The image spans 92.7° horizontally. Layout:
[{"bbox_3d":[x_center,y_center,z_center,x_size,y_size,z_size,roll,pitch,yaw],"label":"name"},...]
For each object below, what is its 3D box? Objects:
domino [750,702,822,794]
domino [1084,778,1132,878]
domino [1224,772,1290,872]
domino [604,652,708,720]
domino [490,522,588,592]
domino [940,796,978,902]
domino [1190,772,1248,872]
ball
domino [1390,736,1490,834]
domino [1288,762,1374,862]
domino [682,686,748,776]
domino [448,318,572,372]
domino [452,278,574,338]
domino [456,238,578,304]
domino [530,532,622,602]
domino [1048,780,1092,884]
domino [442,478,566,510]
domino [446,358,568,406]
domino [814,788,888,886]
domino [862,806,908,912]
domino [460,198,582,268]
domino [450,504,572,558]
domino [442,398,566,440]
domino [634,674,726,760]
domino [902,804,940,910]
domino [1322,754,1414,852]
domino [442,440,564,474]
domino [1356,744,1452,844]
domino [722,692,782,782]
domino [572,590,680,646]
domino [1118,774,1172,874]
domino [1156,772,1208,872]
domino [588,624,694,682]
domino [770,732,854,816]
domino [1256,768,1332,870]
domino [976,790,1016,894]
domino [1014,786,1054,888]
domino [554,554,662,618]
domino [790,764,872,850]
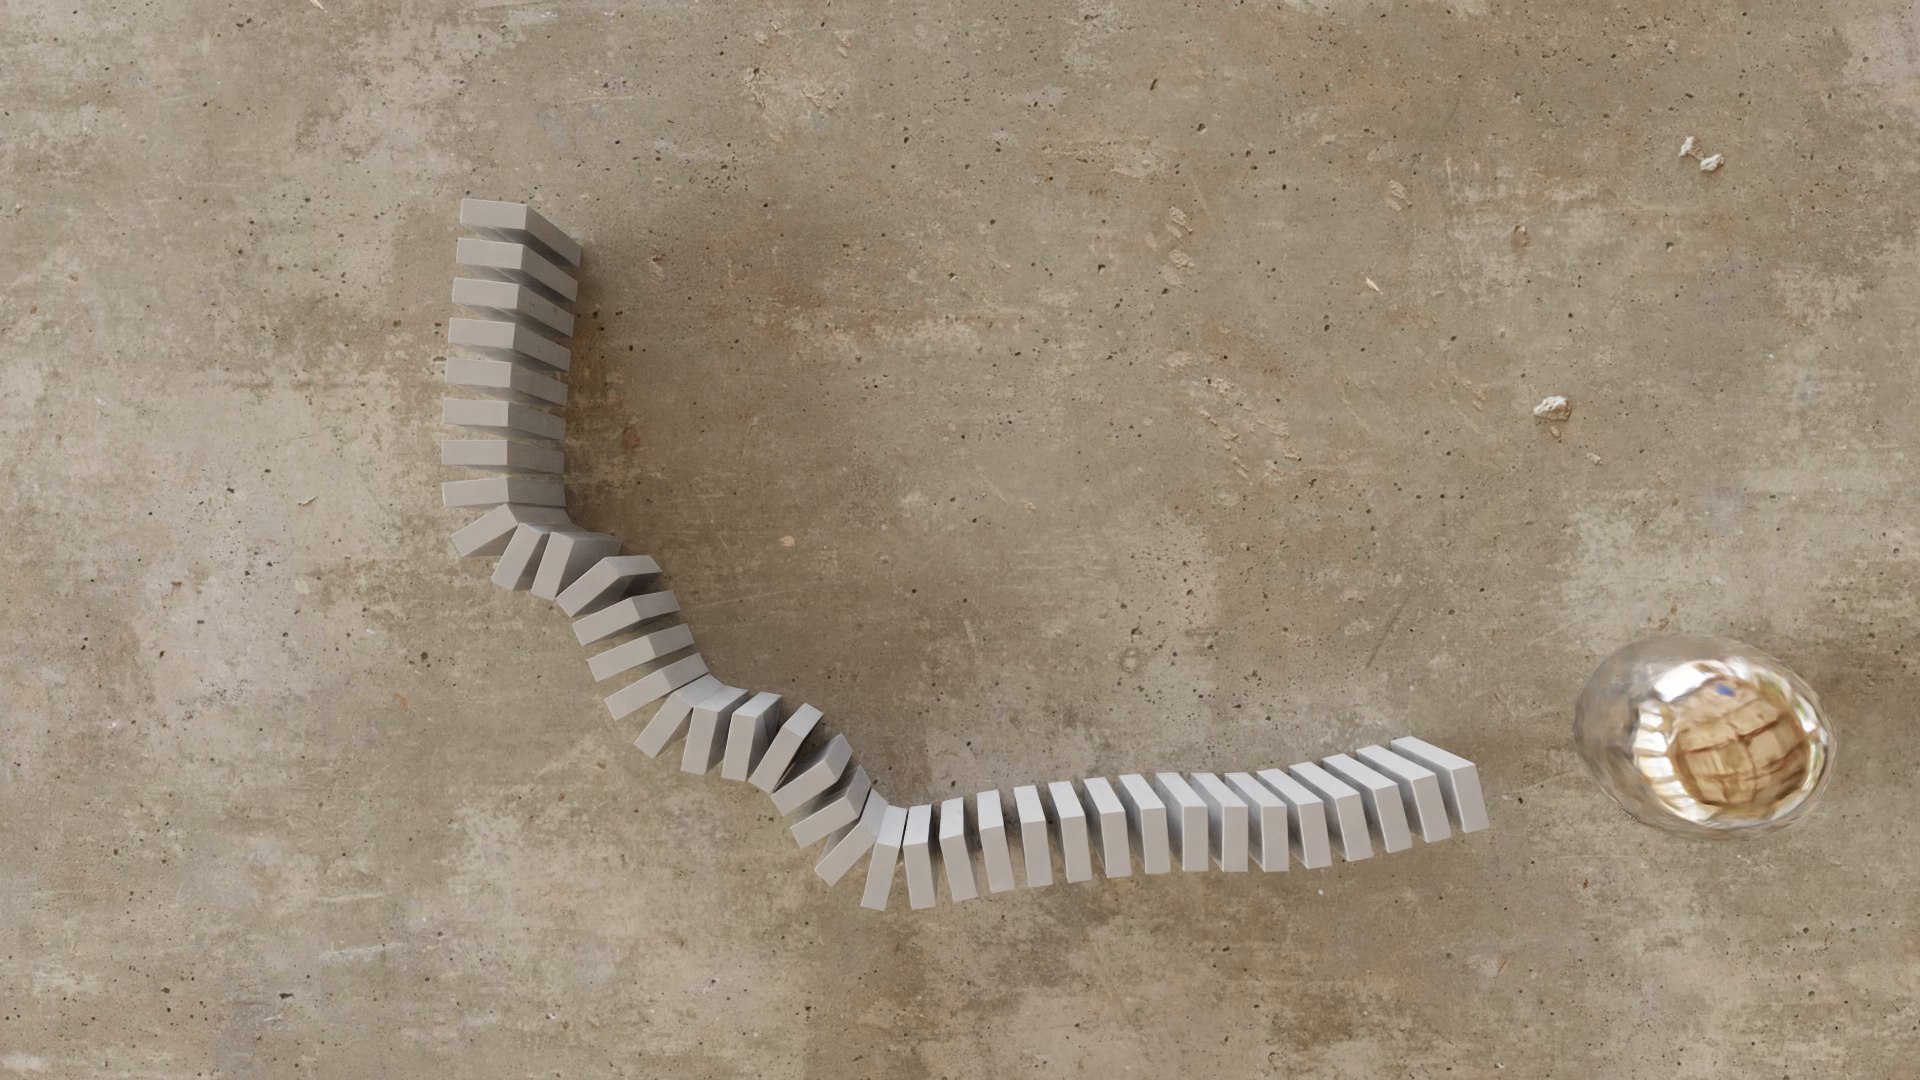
[{"bbox_3d":[-0.070,0.084,0.375,0.009,0.050,0.025,31,90,0],"label":"domino"},{"bbox_3d":[0.060,0.116,0.375,0.010,0.050,0.025,-6,90,0],"label":"domino"},{"bbox_3d":[0.121,0.114,0.375,0.010,0.050,0.025,-2,90,0],"label":"domino"},{"bbox_3d":[-0.123,0.059,0.375,0.025,0.050,0.009,-29,90,0],"label":"domino"},{"bbox_3d":[-0.169,0.006,0.375,0.010,0.050,0.025,28,90,0],"label":"domino"},{"bbox_3d":[0.000,0.125,0.375,0.010,0.050,0.025,-13,90,0],"label":"domino"},{"bbox_3d":[0.105,0.114,0.375,0.009,0.050,0.025,1,90,0],"label":"domino"},{"bbox_3d":[0.289,0.077,0.360,0.080,0.080,0.080,0,90,0],"label":"ball"},{"bbox_3d":[0.195,0.099,0.375,0.009,0.050,0.025,-13,90,0],"label":"domino"},{"bbox_3d":[0.151,0.110,0.375,0.010,0.050,0.025,-12,90,0],"label":"domino"},{"bbox_3d":[-0.099,0.077,0.375,0.009,0.050,0.025,12,90,0],"label":"domino"},{"bbox_3d":[-0.183,-0.079,0.375,0.025,0.050,0.010,5,90,0],"label":"domino"},{"bbox_3d":[-0.181,-0.094,0.375,0.025,0.050,0.010,6,90,0],"label":"domino"},{"bbox_3d":[-0.180,-0.109,0.375,0.025,0.050,0.010,6,90,0],"label":"domino"},{"bbox_3d":[-0.156,0.010,0.375,0.010,0.050,0.025,19,90,0],"label":"domino"},{"bbox_3d":[0.045,0.118,0.375,0.010,0.050,0.025,-7,90,0],"label":"domino"},{"bbox_3d":[-0.185,-0.018,0.375,0.025,0.050,0.010,-5,90,0],"label":"domino"},{"bbox_3d":[-0.184,-0.064,0.375,0.025,0.050,0.009,4,90,0],"label":"domino"},{"bbox_3d":[-0.044,0.120,0.375,0.009,0.050,0.025,44,90,0],"label":"domino"},{"bbox_3d":[-0.030,0.129,0.375,0.009,0.050,0.025,13,90,0],"label":"domino"},{"bbox_3d":[-0.178,-0.125,0.375,0.025,0.050,0.010,6,90,0],"label":"domino"},{"bbox_3d":[-0.182,-0.004,0.375,0.025,0.050,0.009,-30,90,0],"label":"domino"},{"bbox_3d":[-0.185,-0.049,0.375,0.025,0.050,0.010,3,90,0],"label":"domino"},{"bbox_3d":[-0.113,0.071,0.375,0.010,0.050,0.025,37,90,0],"label":"domino"},{"bbox_3d":[-0.015,0.128,0.375,0.009,0.050,0.025,-8,90,0],"label":"domino"},{"bbox_3d":[0.166,0.106,0.375,0.010,0.050,0.025,-14,90,0],"label":"domino"},{"bbox_3d":[-0.185,-0.033,0.375,0.025,0.050,0.009,0,90,0],"label":"domino"},{"bbox_3d":[0.180,0.103,0.375,0.009,0.050,0.025,-15,90,0],"label":"domino"},{"bbox_3d":[-0.084,0.079,0.375,0.009,0.050,0.025,10,90,0],"label":"domino"},{"bbox_3d":[-0.135,0.031,0.375,0.025,0.050,0.010,-25,90,0],"label":"domino"},{"bbox_3d":[0.075,0.115,0.375,0.009,0.050,0.025,-5,90,0],"label":"domino"},{"bbox_3d":[0.090,0.114,0.375,0.009,0.050,0.025,-1,90,0],"label":"domino"},{"bbox_3d":[-0.129,0.045,0.375,0.025,0.050,0.010,-22,90,0],"label":"domino"},{"bbox_3d":[-0.060,0.095,0.375,0.025,0.050,0.009,-33,90,0],"label":"domino"},{"bbox_3d":[0.136,0.113,0.375,0.009,0.050,0.025,-8,90,0],"label":"domino"},{"bbox_3d":[0.014,0.122,0.375,0.009,0.050,0.025,-11,90,0],"label":"domino"},{"bbox_3d":[0.030,0.120,0.375,0.009,0.050,0.025,-7,90,0],"label":"domino"},{"bbox_3d":[-0.142,0.018,0.375,0.025,0.050,0.010,-40,90,0],"label":"domino"},{"bbox_3d":[-0.052,0.108,0.375,0.025,0.050,0.010,-30,90,0],"label":"domino"}]
